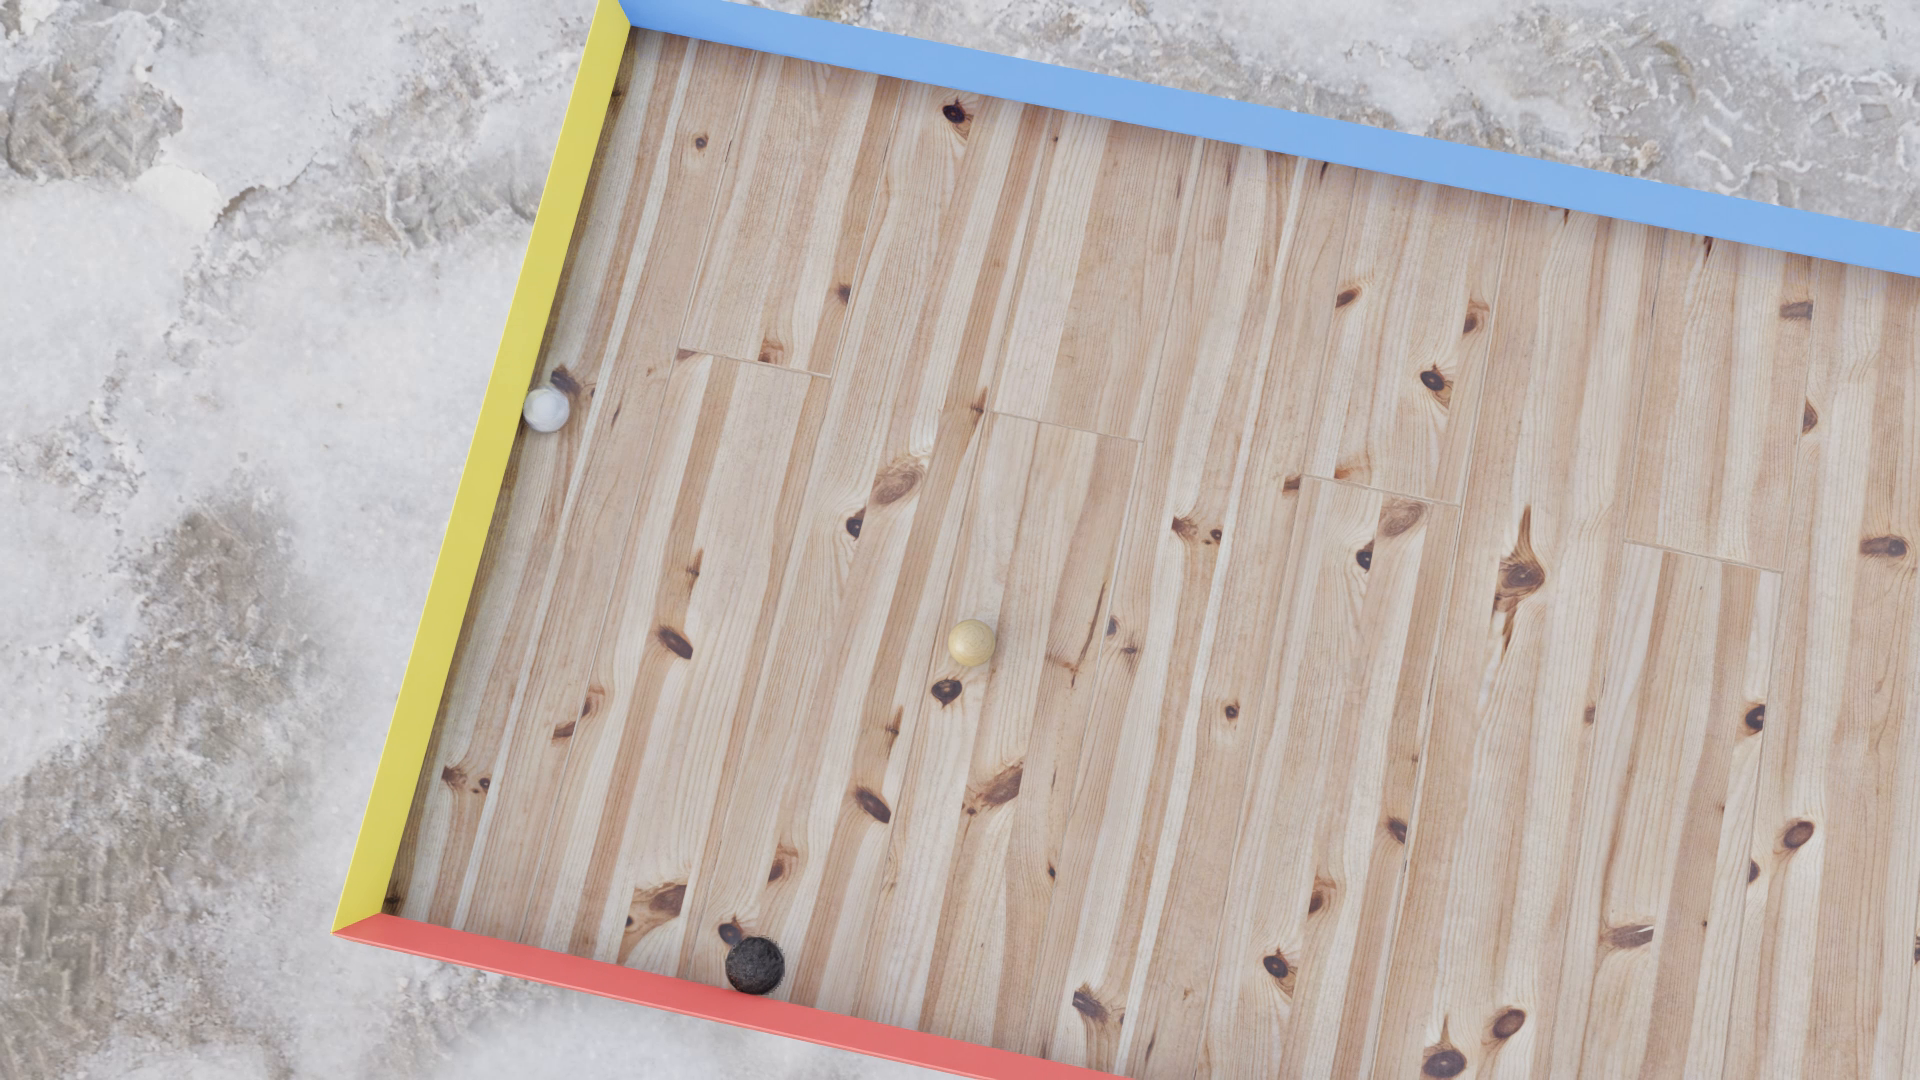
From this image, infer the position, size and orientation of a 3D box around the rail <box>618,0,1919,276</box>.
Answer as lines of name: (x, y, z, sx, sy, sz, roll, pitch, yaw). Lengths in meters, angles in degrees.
rail: (0.890, -0.562, 3.487, 2.995, 0.110, 0.045, 12, 75, 3)

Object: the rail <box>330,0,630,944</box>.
rail: (-0.709, -0.152, 3.374, 0.045, 0.110, 1.551, 12, 75, 3)

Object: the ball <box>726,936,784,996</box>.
ball: (-0.297, 0.616, 3.177, 0.085, 0.085, 0.085, 0, 75, 0)

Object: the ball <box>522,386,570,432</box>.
ball: (-0.641, -0.203, 3.409, 0.071, 0.071, 0.071, 0, 75, 0)

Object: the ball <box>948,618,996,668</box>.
ball: (0.018, 0.155, 3.310, 0.073, 0.073, 0.073, 0, 75, 0)

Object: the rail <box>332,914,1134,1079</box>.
rail: (0.574, 0.855, 3.097, 2.995, 0.110, 0.045, 12, 75, 3)
